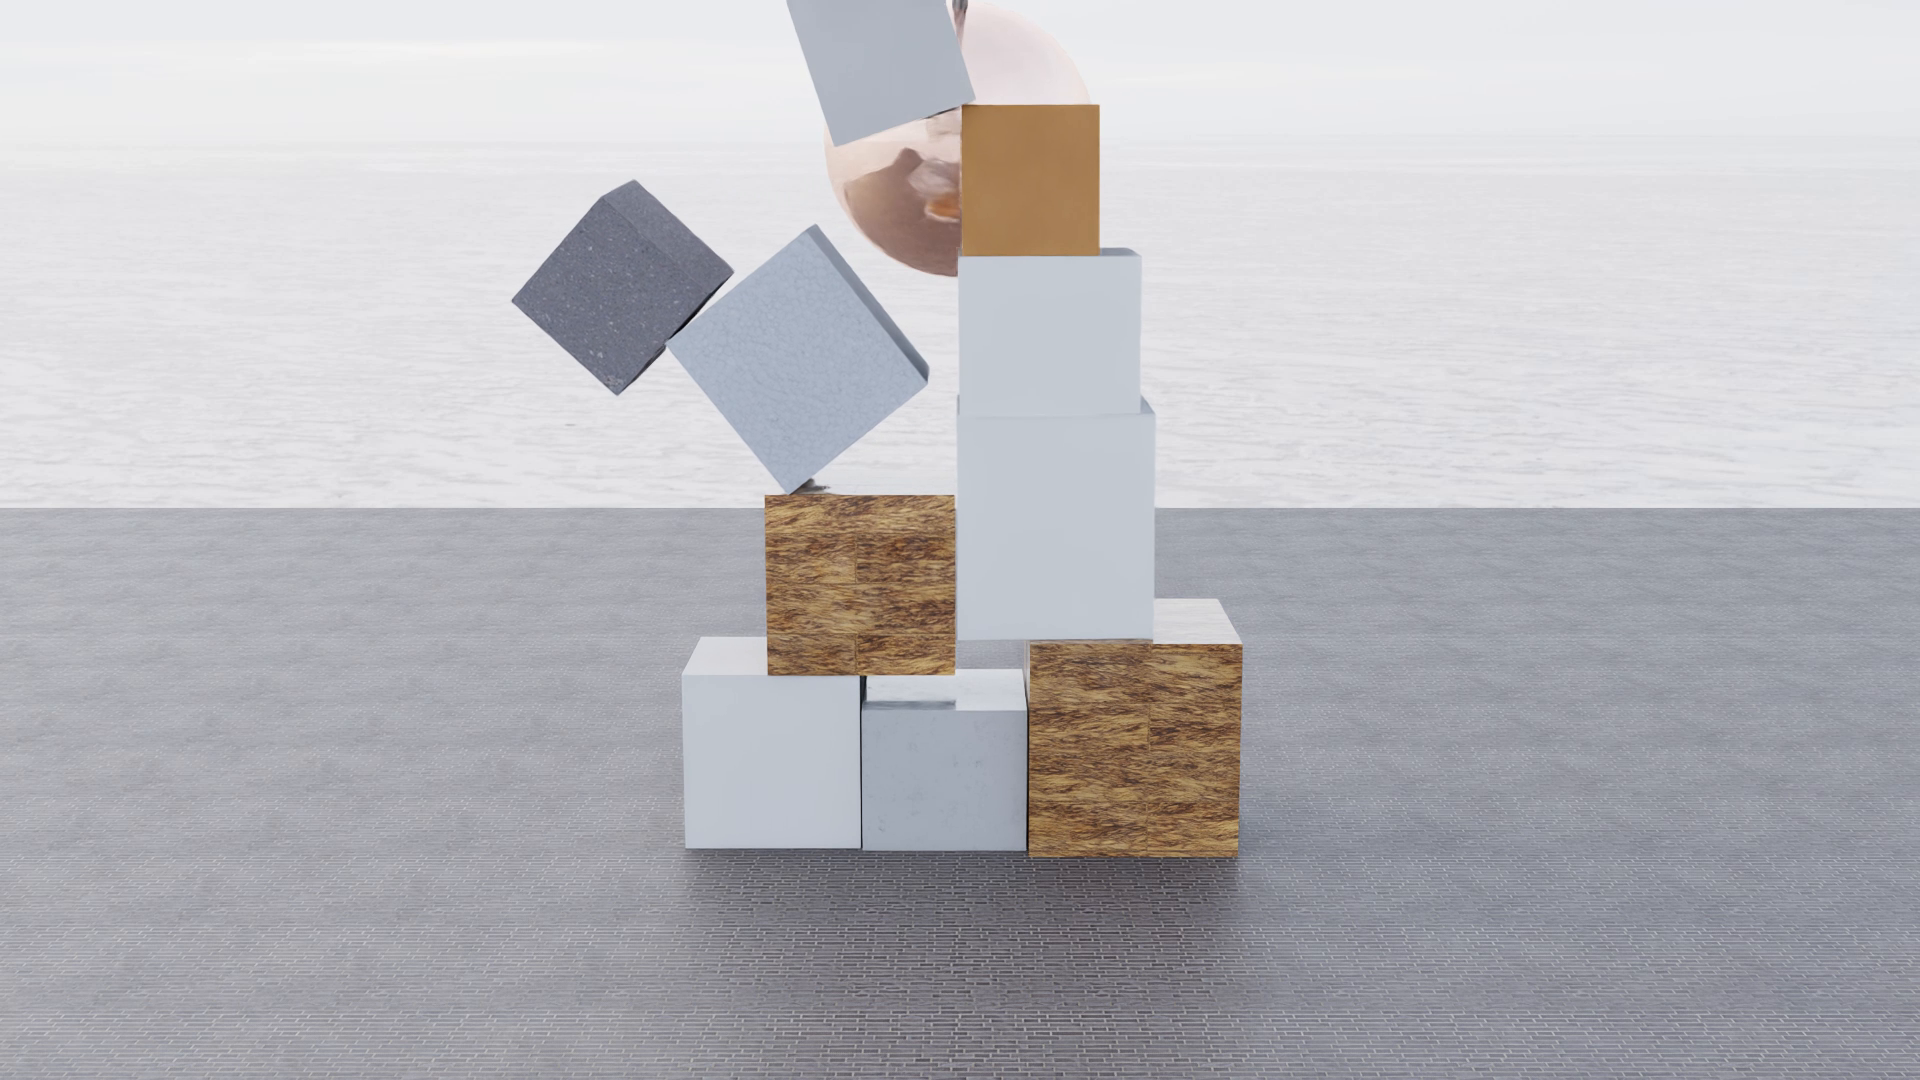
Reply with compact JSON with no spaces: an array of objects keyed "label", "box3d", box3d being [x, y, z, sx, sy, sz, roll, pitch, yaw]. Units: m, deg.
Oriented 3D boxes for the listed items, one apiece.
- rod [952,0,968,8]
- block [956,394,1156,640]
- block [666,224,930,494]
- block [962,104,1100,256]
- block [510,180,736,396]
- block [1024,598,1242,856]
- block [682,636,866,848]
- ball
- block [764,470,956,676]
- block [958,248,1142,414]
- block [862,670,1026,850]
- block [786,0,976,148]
[{"label":"rod","box3d":[0.000,-5.263,11.137,0.080,5.200,0.080,0,31,0]},{"label":"block","box3d":[0.467,-0.137,11.144,0.962,1.113,0.884,0,10,0]},{"label":"block","box3d":[-0.789,-0.924,11.008,0.871,0.942,0.870,-38,8,6]},{"label":"block","box3d":[0.340,-1.778,10.839,0.658,0.714,0.648,0,10,0]},{"label":"block","box3d":[-1.651,-1.257,10.872,0.681,0.690,0.702,42,15,-7]},{"label":"block","box3d":[0.860,0.944,11.346,1.037,1.084,1.074,0,10,0]},{"label":"block","box3d":[-0.939,1.032,11.385,0.881,0.896,0.848,0,10,0]},{"label":"ball","box3d":[0.000,-2.334,12.864,1.600,1.600,1.600,0,10,0]},{"label":"block","box3d":[-0.488,0.150,11.205,0.929,0.904,0.835,0,10,0]},{"label":"block","box3d":[0.432,-1.057,10.978,0.873,0.756,0.865,0,10,0]},{"label":"block","box3d":[-0.078,1.122,11.371,0.819,0.724,0.861,0,10,0]},{"label":"block","box3d":[-0.371,-2.386,10.736,0.709,0.734,0.798,-18,10,4]}]
